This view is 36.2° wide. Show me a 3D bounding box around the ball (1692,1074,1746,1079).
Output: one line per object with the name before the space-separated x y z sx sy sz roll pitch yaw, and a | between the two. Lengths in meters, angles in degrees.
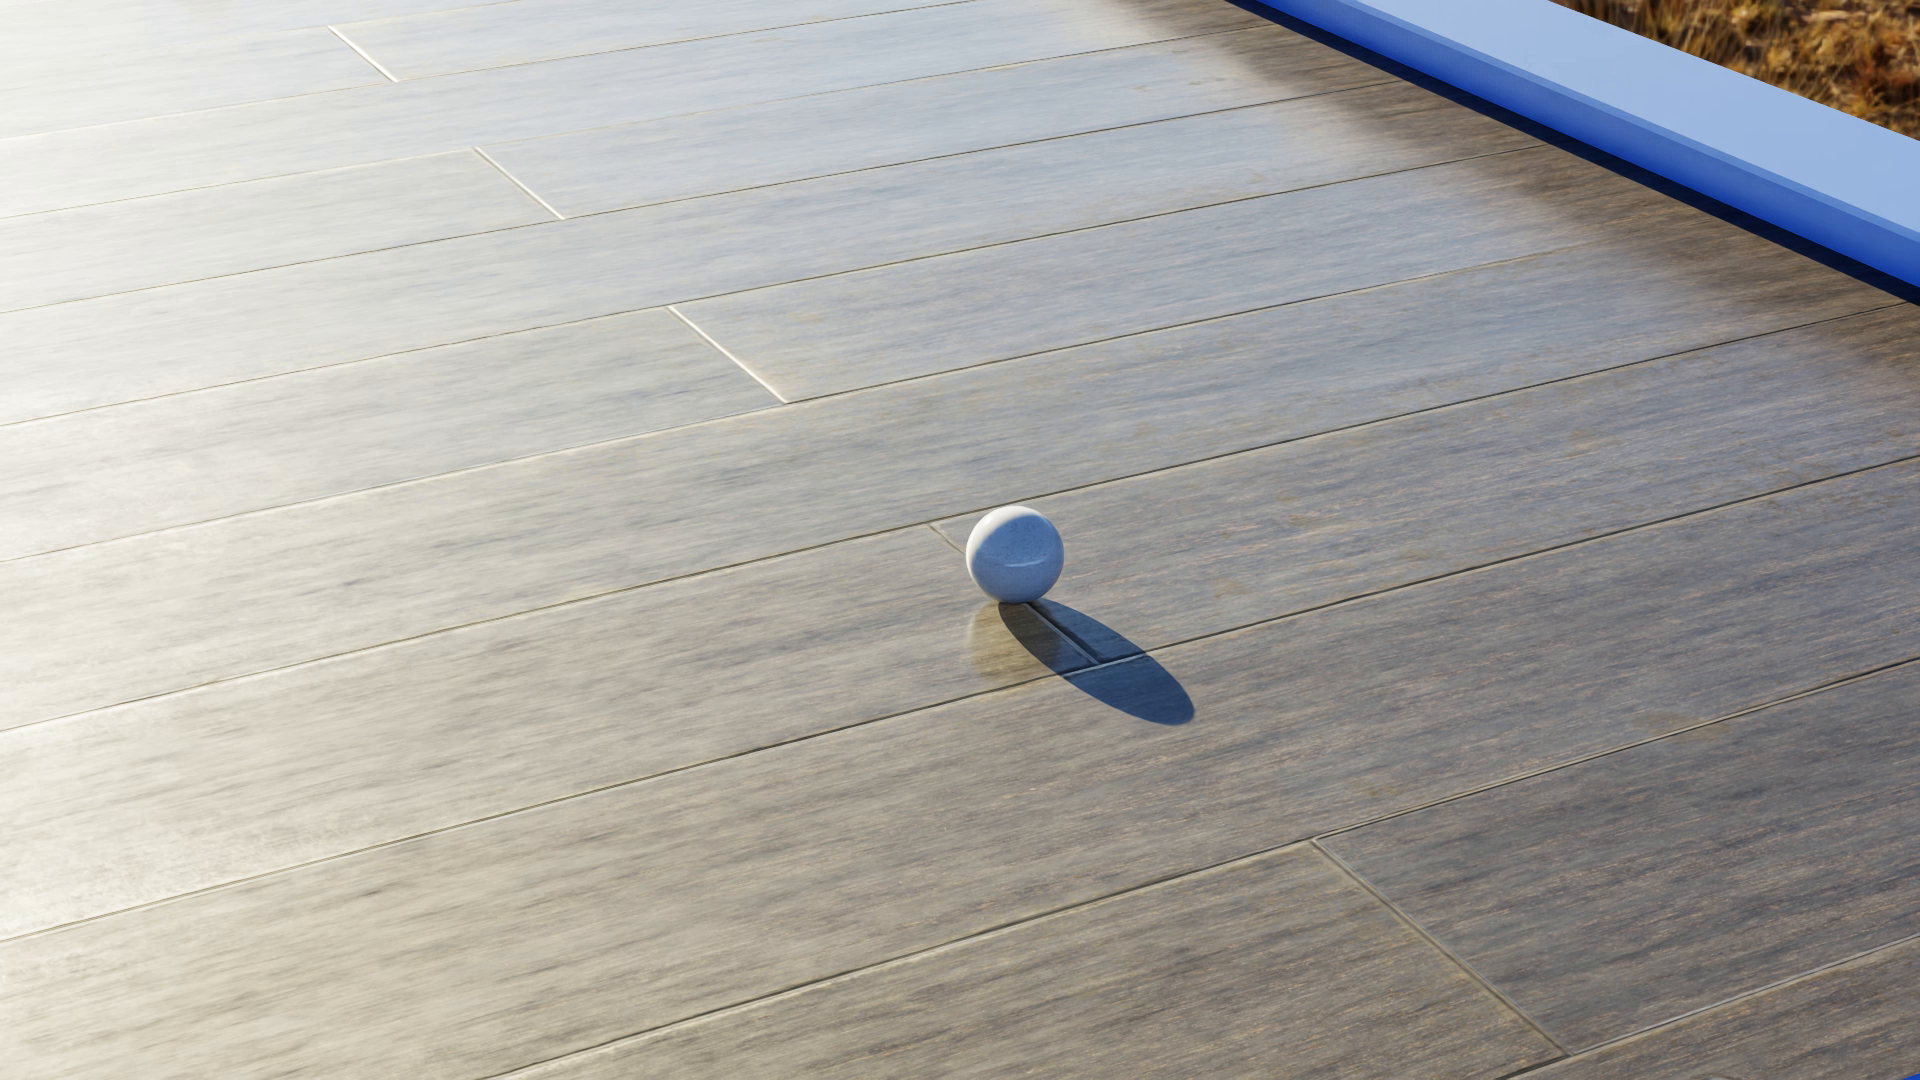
ball | 0.368 0.299 1.422 0.080 0.080 0.080 0 26 0

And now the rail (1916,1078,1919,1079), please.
rail | 0.394 0.299 1.365 2.059 0.126 0.045 -13 28 -25

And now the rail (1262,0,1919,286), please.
rail | 0.485 -0.560 3.153 0.045 0.126 3.472 -13 28 -25

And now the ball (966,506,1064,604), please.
ball | 0.038 0.010 2.035 0.068 0.068 0.068 0 26 0
